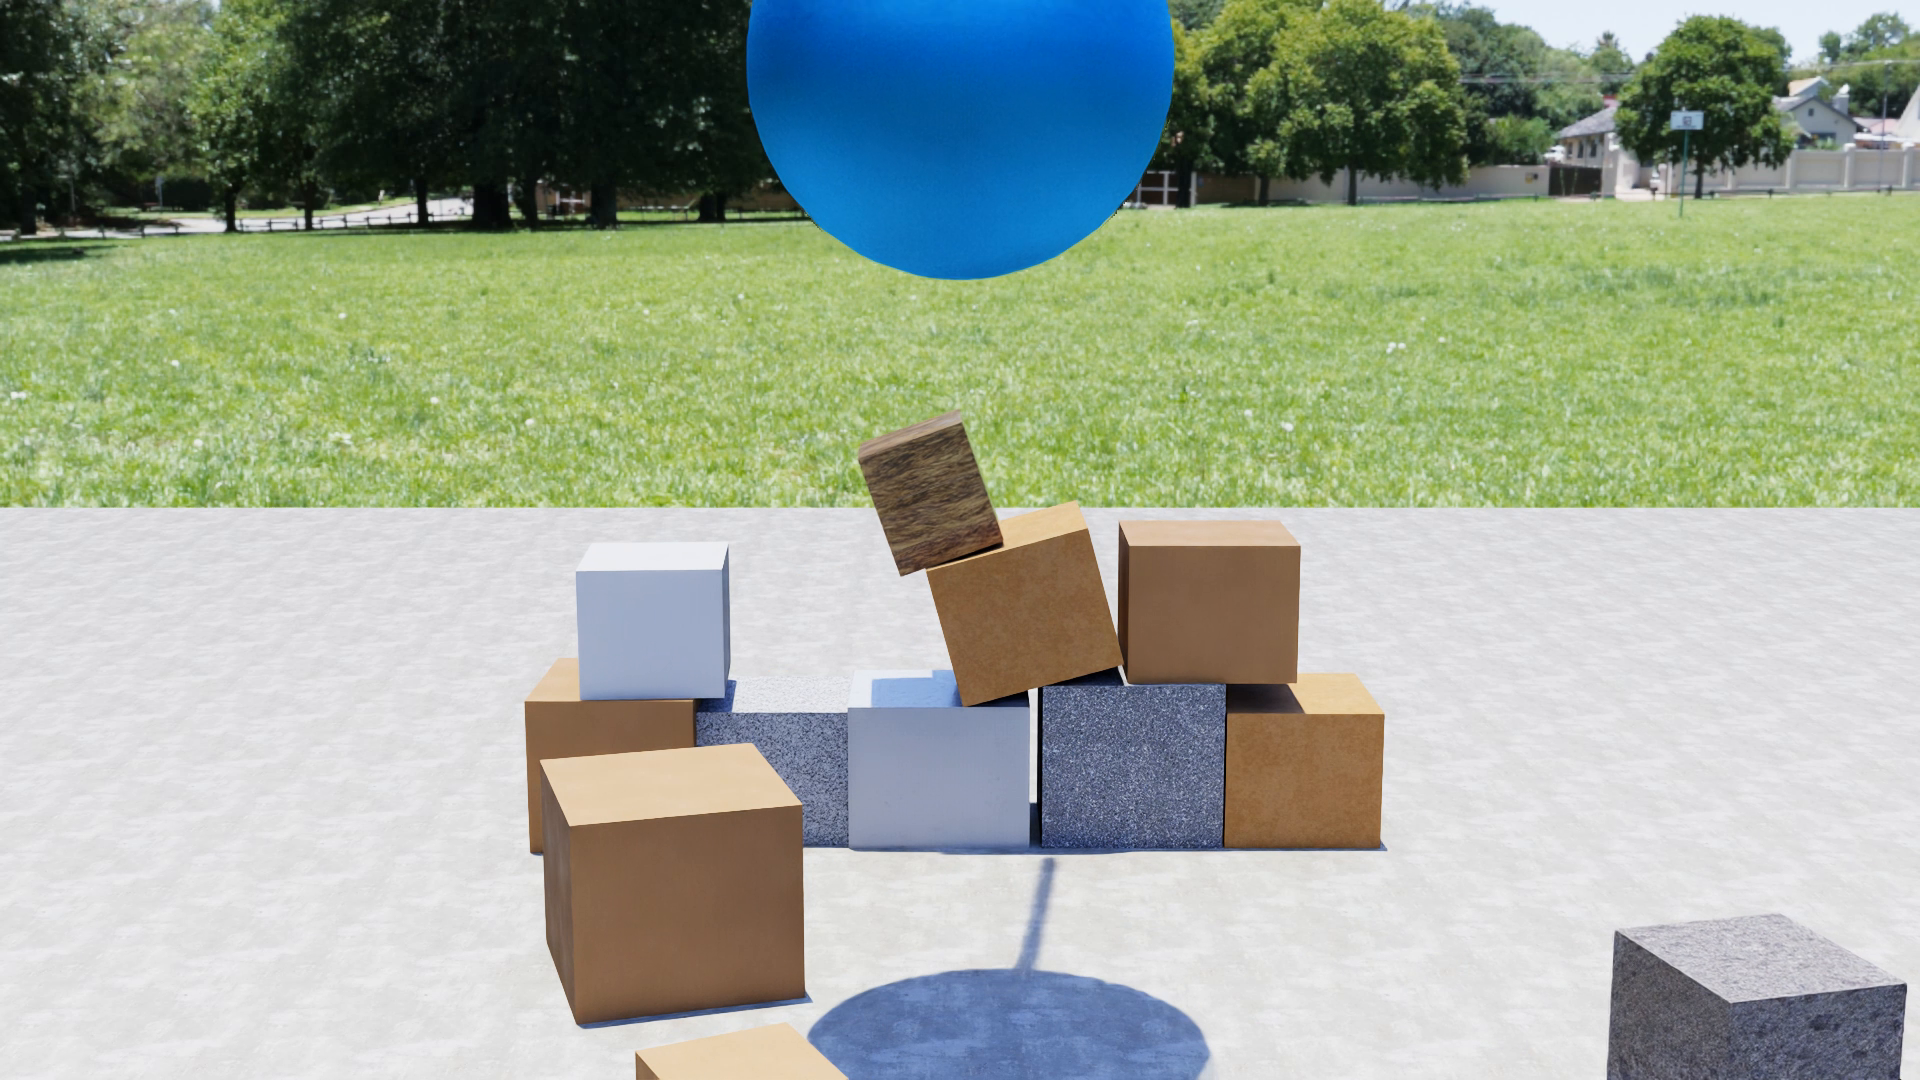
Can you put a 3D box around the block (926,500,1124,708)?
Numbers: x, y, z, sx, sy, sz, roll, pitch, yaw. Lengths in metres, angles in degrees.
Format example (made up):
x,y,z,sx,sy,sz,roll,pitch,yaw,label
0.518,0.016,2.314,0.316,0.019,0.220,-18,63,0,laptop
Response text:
x,y,z,sx,sy,sz,roll,pitch,yaw,label
0.315,0.310,11.243,0.823,0.712,0.844,-15,10,2,block

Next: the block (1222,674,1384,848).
x,y,z,sx,sy,sz,roll,pitch,yaw,label
1.719,1.131,11.397,0.783,0.698,0.845,0,10,0,block

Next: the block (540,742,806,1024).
x,y,z,sx,sy,sz,roll,pitch,yaw,label
-1.240,1.431,9.369,0.945,0.833,0.982,-3,11,-17,block

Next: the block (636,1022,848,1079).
x,y,z,sx,sy,sz,roll,pitch,yaw,label
-0.671,1.983,7.060,0.534,0.571,0.678,-5,12,-26,block

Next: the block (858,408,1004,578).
x,y,z,sx,sy,sz,roll,pitch,yaw,label
-0.149,-0.247,11.087,0.542,0.624,0.593,-19,10,2,block

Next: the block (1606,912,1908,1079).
x,y,z,sx,sy,sz,roll,pitch,yaw,label
2.793,1.795,7.776,0.683,0.687,0.716,-3,11,-14,block

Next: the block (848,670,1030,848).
x,y,z,sx,sy,sz,roll,pitch,yaw,label
-0.105,1.120,11.360,0.906,0.732,0.788,0,10,0,block

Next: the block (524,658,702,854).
x,y,z,sx,sy,sz,roll,pitch,yaw,label
-1.731,1.096,11.357,0.829,0.780,0.923,0,10,0,block

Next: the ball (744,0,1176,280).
x,y,z,sx,sy,sz,roll,pitch,yaw,label
0.000,-1.778,8.219,1.600,1.600,1.600,0,10,0,ball

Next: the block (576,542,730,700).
x,y,z,sx,sy,sz,roll,pitch,yaw,label
-1.545,0.399,11.189,0.712,0.650,0.750,-1,10,-3,block

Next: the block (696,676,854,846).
x,y,z,sx,sy,sz,roll,pitch,yaw,label
-0.937,1.134,11.398,0.756,0.691,0.748,0,10,0,block

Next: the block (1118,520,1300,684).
x,y,z,sx,sy,sz,roll,pitch,yaw,label
1.255,0.305,11.244,0.844,0.697,0.736,0,10,0,block

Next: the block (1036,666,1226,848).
x,y,z,sx,sy,sz,roll,pitch,yaw,label
0.865,1.066,11.359,0.906,0.839,0.788,0,10,0,block
